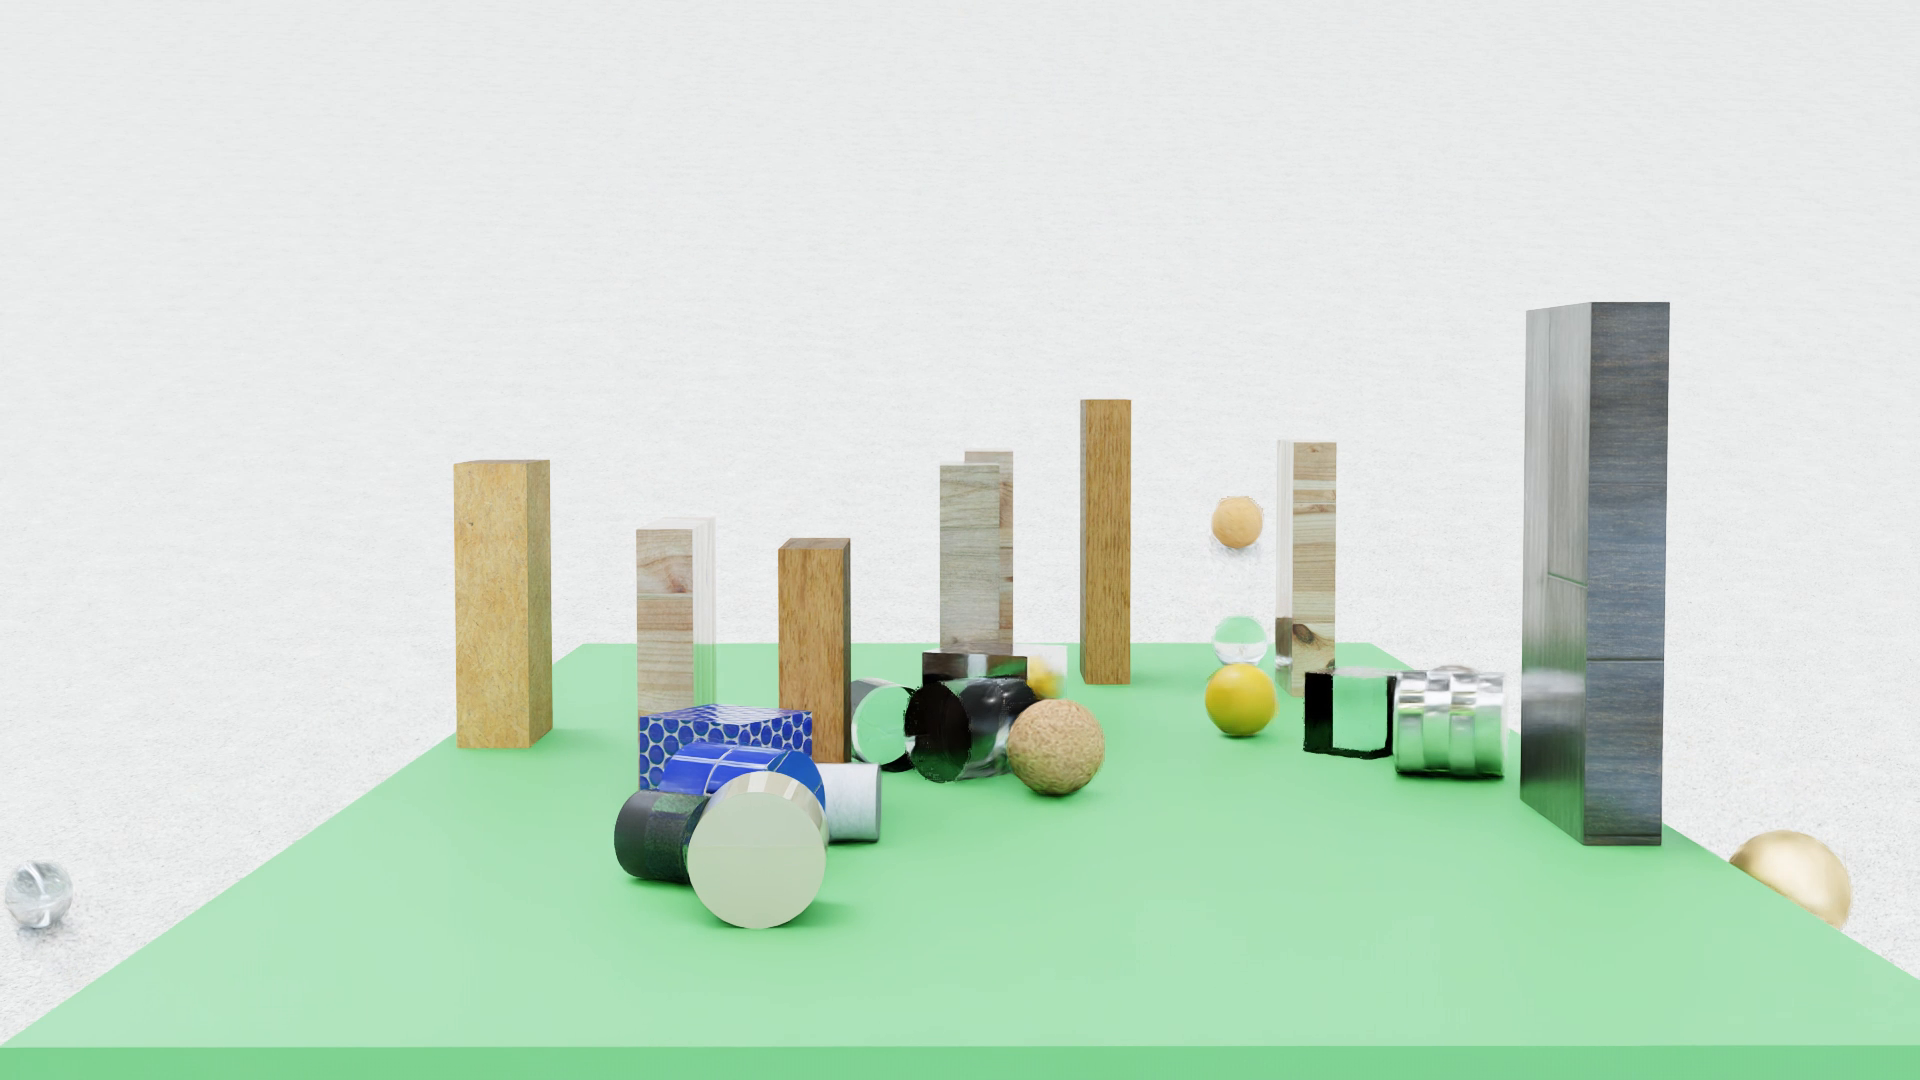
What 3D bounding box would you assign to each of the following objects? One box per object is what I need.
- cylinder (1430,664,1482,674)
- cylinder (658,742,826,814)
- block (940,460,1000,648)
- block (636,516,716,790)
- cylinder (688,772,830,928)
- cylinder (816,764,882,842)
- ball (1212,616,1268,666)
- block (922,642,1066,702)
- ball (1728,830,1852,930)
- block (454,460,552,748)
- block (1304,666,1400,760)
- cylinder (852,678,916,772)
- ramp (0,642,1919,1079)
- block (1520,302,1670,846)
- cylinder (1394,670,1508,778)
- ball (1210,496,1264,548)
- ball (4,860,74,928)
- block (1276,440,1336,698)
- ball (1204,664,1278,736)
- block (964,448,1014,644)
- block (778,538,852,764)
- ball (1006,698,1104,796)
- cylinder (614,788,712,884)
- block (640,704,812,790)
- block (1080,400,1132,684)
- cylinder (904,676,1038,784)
[{"bbox_3d":[0.852,0.304,4.457,0.162,0.162,0.162,6,5,15],"label":"cylinder"},{"bbox_3d":[-0.297,0.361,3.491,0.163,0.163,0.163,2,18,34],"label":"cylinder"},{"bbox_3d":[0.017,0.112,4.744,0.107,0.510,0.299,0,3,0],"label":"block"},{"bbox_3d":[-0.454,0.188,4.144,0.087,0.432,0.380,0,3,0],"label":"block"},{"bbox_3d":[-0.246,0.379,3.164,0.166,0.166,0.166,-1,3,-1],"label":"cylinder"},{"bbox_3d":[-0.172,0.376,3.677,0.111,0.111,0.111,0,20,3],"label":"cylinder"},{"bbox_3d":[0.642,0.237,5.885,0.125,0.125,0.125,0,20,0],"label":"ball"},{"bbox_3d":[0.061,0.286,4.478,0.194,0.194,0.194,1,4,22],"label":"block"},{"bbox_3d":[1.184,0.506,3.686,0.179,0.179,0.179,0,20,0],"label":"ball"},{"bbox_3d":[-0.842,0.111,4.747,0.131,0.513,0.270,0,3,0],"label":"block"},{"bbox_3d":[0.713,0.306,4.574,0.143,0.143,0.143,3,5,44],"label":"block"},{"bbox_3d":[-0.132,0.315,4.398,0.147,0.147,0.147,-8,6,-21],"label":"cylinder"},{"bbox_3d":[0.048,0.430,4.533,2.000,0.100,4.000,0,3,0],"label":"ramp"},{"bbox_3d":[0.937,0.038,3.819,0.110,0.768,0.412,0,3,0],"label":"block"},{"bbox_3d":[0.821,0.308,4.291,0.174,0.174,0.174,1,20,15],"label":"cylinder"},{"bbox_3d":[0.801,-0.050,7.423,0.151,0.151,0.151,0,20,0],"label":"ball"},{"bbox_3d":[-1.911,0.735,5.331,0.137,0.137,0.137,0,20,0],"label":"ball"},{"bbox_3d":[0.740,0.055,5.503,0.090,0.534,0.274,0,3,0],"label":"block"},{"bbox_3d":[0.523,0.297,4.779,0.136,0.136,0.136,0,20,0],"label":"ball"},{"bbox_3d":[0.055,0.085,5.057,0.093,0.527,0.292,0,3,0],"label":"block"},{"bbox_3d":[-0.219,0.211,3.913,0.095,0.412,0.283,0,3,0],"label":"block"},{"bbox_3d":[0.152,0.330,4.087,0.154,0.154,0.154,0,20,0],"label":"ball"},{"bbox_3d":[-0.372,0.391,3.376,0.117,0.117,0.117,2,18,34],"label":"cylinder"},{"bbox_3d":[-0.337,0.340,3.717,0.178,0.178,0.178,2,4,31],"label":"block"},{"bbox_3d":[0.323,-0.002,5.728,0.098,0.621,0.267,0,3,0],"label":"block"},{"bbox_3d":[0.023,0.313,4.270,0.165,0.165,0.165,-3,17,-42],"label":"cylinder"}]
